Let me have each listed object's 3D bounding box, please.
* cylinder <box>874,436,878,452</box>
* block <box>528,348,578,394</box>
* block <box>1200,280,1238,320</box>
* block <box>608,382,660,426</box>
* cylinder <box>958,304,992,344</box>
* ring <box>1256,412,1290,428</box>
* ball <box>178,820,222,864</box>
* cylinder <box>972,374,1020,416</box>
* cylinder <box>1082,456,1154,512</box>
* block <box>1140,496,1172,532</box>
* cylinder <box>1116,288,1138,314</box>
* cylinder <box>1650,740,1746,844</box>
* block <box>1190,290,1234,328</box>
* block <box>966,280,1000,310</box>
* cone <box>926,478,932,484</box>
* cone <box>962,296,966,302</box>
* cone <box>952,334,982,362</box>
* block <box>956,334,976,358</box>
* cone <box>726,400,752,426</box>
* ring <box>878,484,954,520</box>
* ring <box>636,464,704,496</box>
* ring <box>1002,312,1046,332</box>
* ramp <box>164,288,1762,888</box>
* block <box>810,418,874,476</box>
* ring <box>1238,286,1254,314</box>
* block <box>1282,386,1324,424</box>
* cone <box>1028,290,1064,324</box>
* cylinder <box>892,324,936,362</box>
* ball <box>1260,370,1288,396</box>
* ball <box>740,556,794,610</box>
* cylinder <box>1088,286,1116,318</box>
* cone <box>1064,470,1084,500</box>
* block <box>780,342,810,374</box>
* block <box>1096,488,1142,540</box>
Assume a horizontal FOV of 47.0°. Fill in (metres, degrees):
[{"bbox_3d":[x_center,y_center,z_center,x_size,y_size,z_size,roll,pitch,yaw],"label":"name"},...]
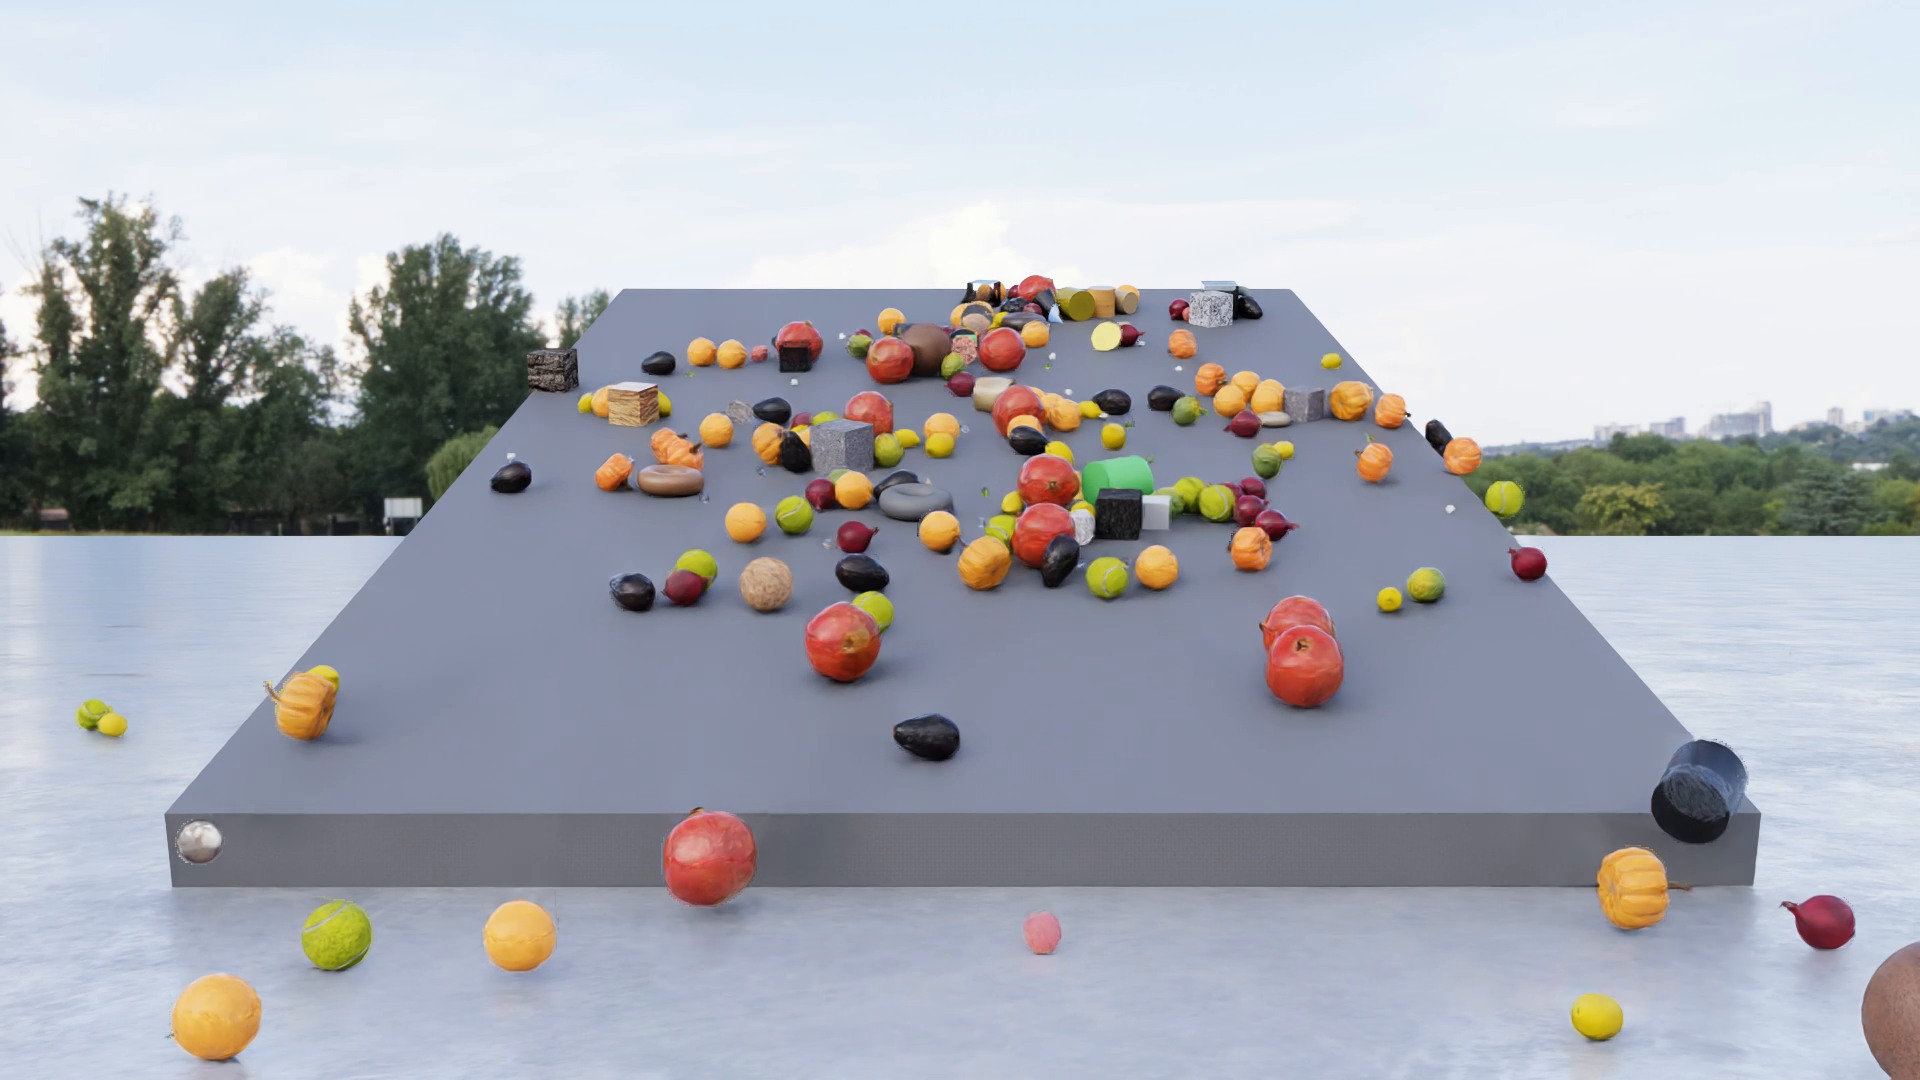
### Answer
[{"bbox_3d":[-0.206,-0.205,4.573,0.060,0.060,0.060,0,16,-14],"label":"cylinder"},{"bbox_3d":[-0.960,-0.401,5.204,0.089,0.089,0.089,3,16,11],"label":"block"},{"bbox_3d":[0.721,-0.667,6.134,0.094,0.094,0.094,0,16,0],"label":"block"},{"bbox_3d":[-0.720,-0.300,4.868,0.080,0.080,0.080,7,17,22],"label":"block"},{"bbox_3d":[0.040,-0.554,5.700,0.081,0.081,0.081,0,-23,-7],"label":"cylinder"},{"bbox_3d":[0.689,-0.266,4.853,0.076,0.025,0.076,-1,15,0],"label":"ring"},{"bbox_3d":[-0.909,0.361,2.638,0.050,0.050,0.050,0,0,0],"label":"ball"},{"bbox_3d":[0.080,-0.325,4.960,0.079,0.079,0.079,23,11,26],"label":"cylinder"},{"bbox_3d":[0.296,-0.105,4.155,0.098,0.098,0.098,-9,5,-30],"label":"cylinder"},{"bbox_3d":[0.359,-0.049,4.041,0.051,0.051,0.051,3,19,9],"label":"block"},{"bbox_3d":[0.456,-0.670,6.202,0.063,0.063,0.063,0,17,-42],"label":"cylinder"},{"bbox_3d":[0.913,0.311,2.725,0.094,0.094,0.094,0,24,33],"label":"cylinder"},{"bbox_3d":[0.687,-0.632,6.032,0.083,0.083,0.083,-10,19,-33],"label":"block"},{"bbox_3d":[0.068,-0.701,6.291,0.072,0.072,0.072,8,18,26],"label":"block"},{"bbox_3d":[-0.060,-0.096,4.207,0.051,0.051,0.051,0,16,0],"label":"cone"},{"bbox_3d":[0.026,-0.701,6.374,0.059,0.059,0.059,-35,12,-17],"label":"cone"},{"bbox_3d":[0.011,-0.466,5.537,0.076,0.076,0.076,0,-29,-9],"label":"cone"},{"bbox_3d":[0.016,-0.490,5.591,0.051,0.051,0.051,-1,16,-4],"label":"block"},{"bbox_3d":[-0.486,-0.275,4.877,0.059,0.059,0.059,0,-11,-2],"label":"cone"},{"bbox_3d":[-0.082,-0.071,4.129,0.141,0.047,0.141,1,16,0],"label":"ring"},{"bbox_3d":[-0.562,-0.116,4.287,0.131,0.044,0.131,3,14,-1],"label":"ring"},{"bbox_3d":[0.173,-0.588,5.953,0.122,0.041,0.122,1,15,0],"label":"ring"},{"bbox_3d":[-0.002,-0.158,4.699,2.000,0.100,4.000,0,16,0],"label":"ramp"},{"bbox_3d":[-0.238,-0.187,4.454,0.091,0.091,0.091,11,19,35],"label":"block"},{"bbox_3d":[0.787,-0.674,6.187,0.079,0.079,0.026,0,18,28],"label":"ring"},{"bbox_3d":[0.764,-0.302,4.907,0.066,0.066,0.066,14,21,40],"label":"block"},{"bbox_3d":[0.253,-0.623,6.074,0.095,0.095,0.095,44,25,29],"label":"cone"},{"bbox_3d":[-0.116,-0.496,5.532,0.093,0.093,0.093,1,1,12],"label":"cylinder"},{"bbox_3d":[0.713,-0.356,5.000,0.062,0.062,0.062,0,0,0],"label":"ball"},{"bbox_3d":[-0.312,0.071,3.556,0.087,0.087,0.087,0,0,0],"label":"ball"},{"bbox_3d":[0.395,-0.667,6.163,0.077,0.077,0.077,0,16,0],"label":"cylinder"},{"bbox_3d":[0.227,-0.111,4.257,0.054,0.054,0.054,0,16,0],"label":"cone"},{"bbox_3d":[-0.404,-0.448,5.410,0.067,0.067,0.067,1,17,2],"label":"block"},{"bbox_3d":[0.287,-0.047,3.989,0.076,0.076,0.076,2,16,7],"label":"block"}]
